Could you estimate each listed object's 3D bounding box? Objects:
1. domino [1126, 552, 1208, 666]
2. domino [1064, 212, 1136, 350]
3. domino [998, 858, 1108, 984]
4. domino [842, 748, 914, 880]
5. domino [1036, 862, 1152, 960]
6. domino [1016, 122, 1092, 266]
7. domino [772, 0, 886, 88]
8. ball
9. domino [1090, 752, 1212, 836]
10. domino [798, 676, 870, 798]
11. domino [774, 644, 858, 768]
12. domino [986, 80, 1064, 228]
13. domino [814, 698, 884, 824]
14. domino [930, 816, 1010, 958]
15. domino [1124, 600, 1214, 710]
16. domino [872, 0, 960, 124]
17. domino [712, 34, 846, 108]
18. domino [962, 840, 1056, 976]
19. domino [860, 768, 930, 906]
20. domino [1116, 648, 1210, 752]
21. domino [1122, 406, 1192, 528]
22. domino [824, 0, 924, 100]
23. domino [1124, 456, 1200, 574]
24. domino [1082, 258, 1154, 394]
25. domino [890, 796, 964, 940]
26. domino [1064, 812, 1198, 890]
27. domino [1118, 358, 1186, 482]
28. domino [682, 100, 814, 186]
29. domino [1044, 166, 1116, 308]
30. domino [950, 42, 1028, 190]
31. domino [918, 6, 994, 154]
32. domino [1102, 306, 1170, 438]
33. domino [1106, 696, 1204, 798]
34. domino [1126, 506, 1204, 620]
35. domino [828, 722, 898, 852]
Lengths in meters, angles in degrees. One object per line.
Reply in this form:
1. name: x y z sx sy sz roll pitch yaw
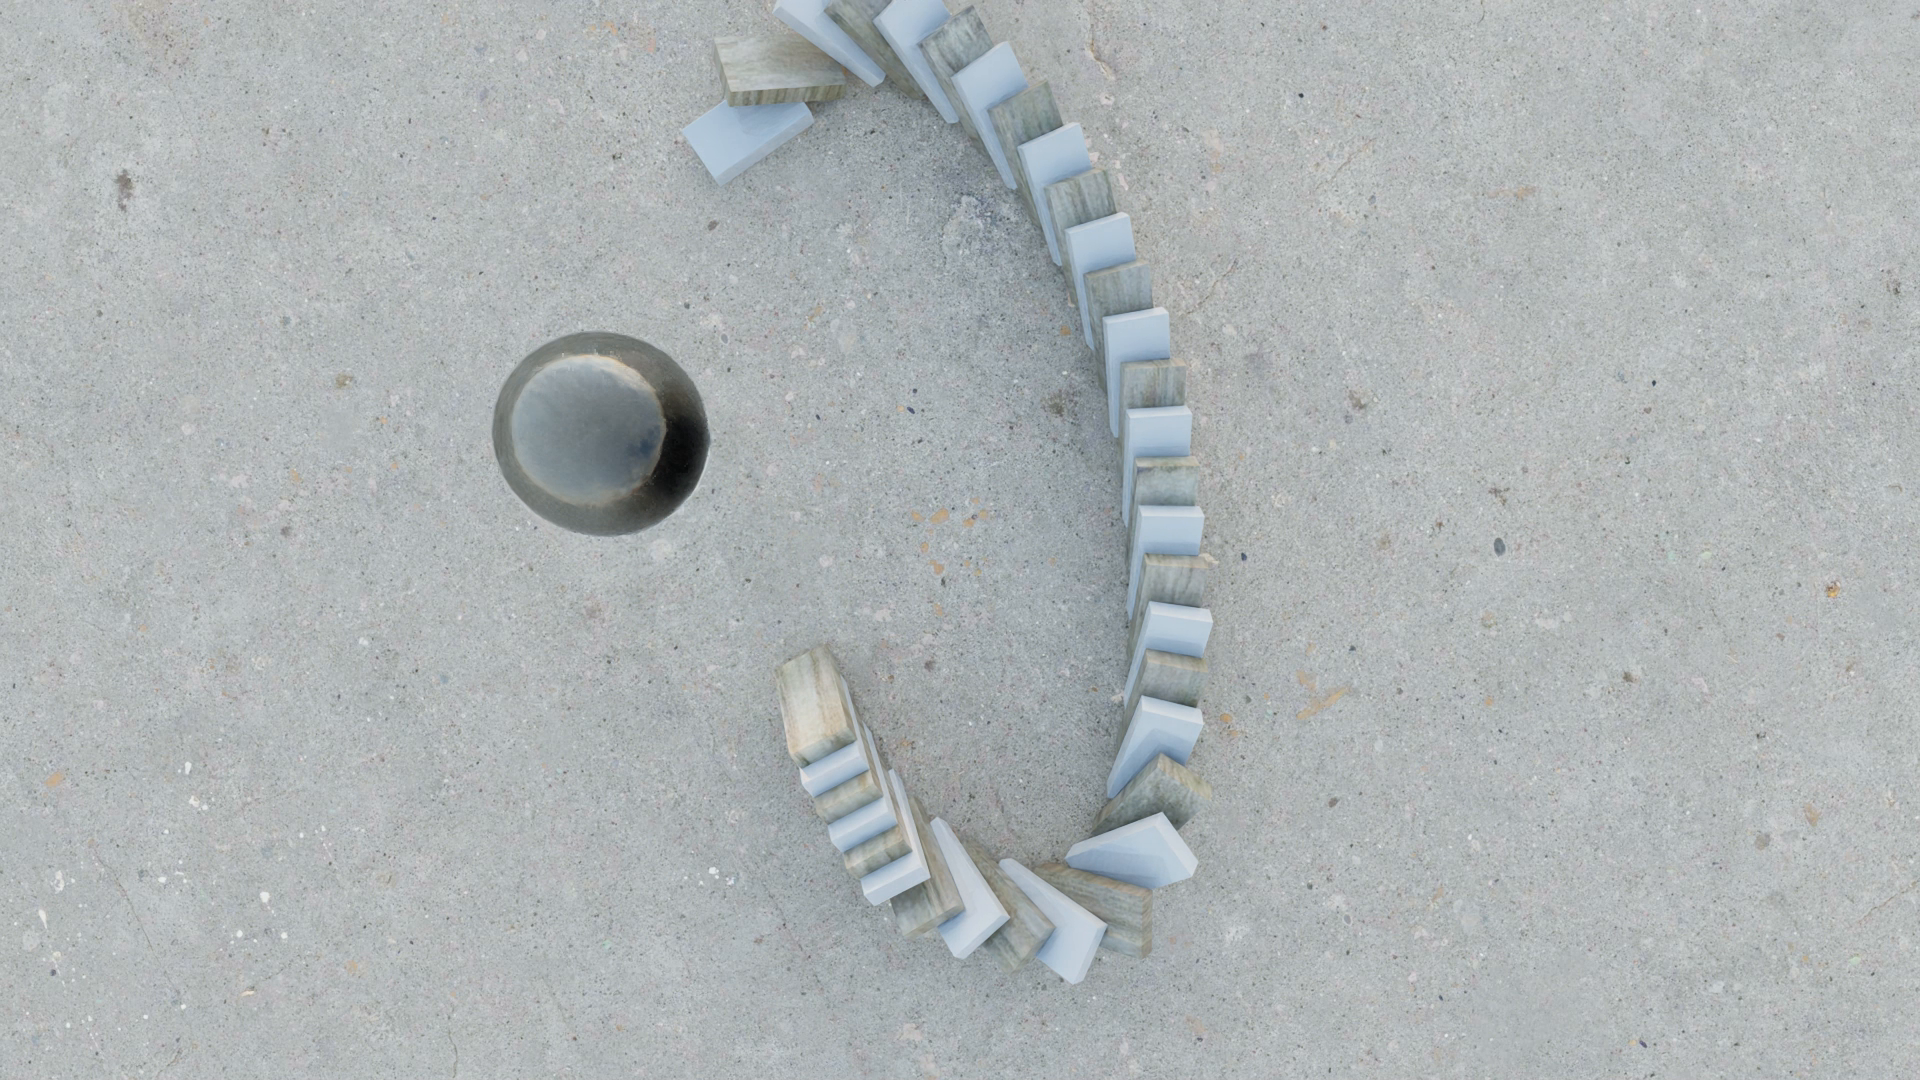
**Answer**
1. domino: 0.086 0.030 0.384 0.025 0.010 0.050 4 119 0
2. domino: 0.062 -0.108 0.384 0.025 0.010 0.050 -17 120 0
3. domino: 0.034 0.158 0.382 0.050 0.009 0.025 25 91 35
4. domino: -0.039 0.111 0.378 0.025 0.050 0.010 -28 129 0
5. domino: 0.055 0.153 0.381 0.050 0.010 0.025 2 91 37
6. domino: 0.044 -0.144 0.383 0.025 0.010 0.050 -24 120 0
7. domino: -0.050 -0.216 0.382 0.050 0.009 0.025 23 87 -33
8. ball: -0.139 -0.041 0.360 0.080 0.080 0.080 0 90 0
9. domino: 0.079 0.113 0.382 0.025 0.010 0.050 33 123 0
10. domino: -0.055 0.079 0.377 0.025 0.050 0.009 -27 129 0
11. domino: -0.060 0.067 0.378 0.025 0.050 0.010 -27 129 0
12. domino: 0.033 -0.161 0.383 0.025 0.010 0.050 -29 120 0
13. domino: -0.050 0.089 0.378 0.025 0.050 0.010 -27 129 0
14. domino: -0.004 0.144 0.381 0.025 0.009 0.050 -42 52 0
15. domino: 0.086 0.051 0.384 0.025 0.009 0.050 8 120 0
16. domino: -0.010 -0.204 0.383 0.025 0.010 0.050 -46 121 -1
17. domino: -0.076 -0.198 0.385 0.050 0.010 0.025 -16 83 -23
18. domino: 0.013 0.152 0.382 0.050 0.010 0.025 39 90 34
19. domino: -0.031 0.121 0.378 0.025 0.050 0.010 -27 129 1
20. domino: 0.084 0.070 0.384 0.025 0.010 0.050 11 120 0
21. domino: 0.082 -0.030 0.384 0.025 0.009 0.050 -4 119 0
22. domino: -0.029 -0.213 0.382 0.050 0.009 0.025 34 88 -32
23. domino: 0.084 -0.010 0.384 0.025 0.010 0.050 -1 119 0
24. domino: 0.068 -0.089 0.384 0.025 0.009 0.050 -14 119 0
25. domino: -0.020 0.135 0.380 0.025 0.010 0.050 -31 51 3
26. domino: 0.071 0.133 0.381 0.050 0.010 0.025 -36 90 37
27. domino: 0.080 -0.050 0.384 0.025 0.009 0.050 -4 119 0
28. domino: -0.091 -0.178 0.395 0.050 0.010 0.025 -34 90 0
29. domino: 0.054 -0.126 0.384 0.025 0.009 0.050 -20 120 0
30. domino: 0.020 -0.177 0.383 0.025 0.010 0.050 -35 121 0
31. domino: 0.007 -0.191 0.383 0.025 0.009 0.050 -37 121 0
32. domino: 0.075 -0.070 0.384 0.025 0.009 0.050 -10 119 0
33. domino: 0.081 0.090 0.383 0.025 0.009 0.050 14 120 0
34. domino: 0.085 0.010 0.384 0.025 0.009 0.050 1 119 0
35. domino: -0.044 0.100 0.378 0.025 0.050 0.010 -27 129 0
